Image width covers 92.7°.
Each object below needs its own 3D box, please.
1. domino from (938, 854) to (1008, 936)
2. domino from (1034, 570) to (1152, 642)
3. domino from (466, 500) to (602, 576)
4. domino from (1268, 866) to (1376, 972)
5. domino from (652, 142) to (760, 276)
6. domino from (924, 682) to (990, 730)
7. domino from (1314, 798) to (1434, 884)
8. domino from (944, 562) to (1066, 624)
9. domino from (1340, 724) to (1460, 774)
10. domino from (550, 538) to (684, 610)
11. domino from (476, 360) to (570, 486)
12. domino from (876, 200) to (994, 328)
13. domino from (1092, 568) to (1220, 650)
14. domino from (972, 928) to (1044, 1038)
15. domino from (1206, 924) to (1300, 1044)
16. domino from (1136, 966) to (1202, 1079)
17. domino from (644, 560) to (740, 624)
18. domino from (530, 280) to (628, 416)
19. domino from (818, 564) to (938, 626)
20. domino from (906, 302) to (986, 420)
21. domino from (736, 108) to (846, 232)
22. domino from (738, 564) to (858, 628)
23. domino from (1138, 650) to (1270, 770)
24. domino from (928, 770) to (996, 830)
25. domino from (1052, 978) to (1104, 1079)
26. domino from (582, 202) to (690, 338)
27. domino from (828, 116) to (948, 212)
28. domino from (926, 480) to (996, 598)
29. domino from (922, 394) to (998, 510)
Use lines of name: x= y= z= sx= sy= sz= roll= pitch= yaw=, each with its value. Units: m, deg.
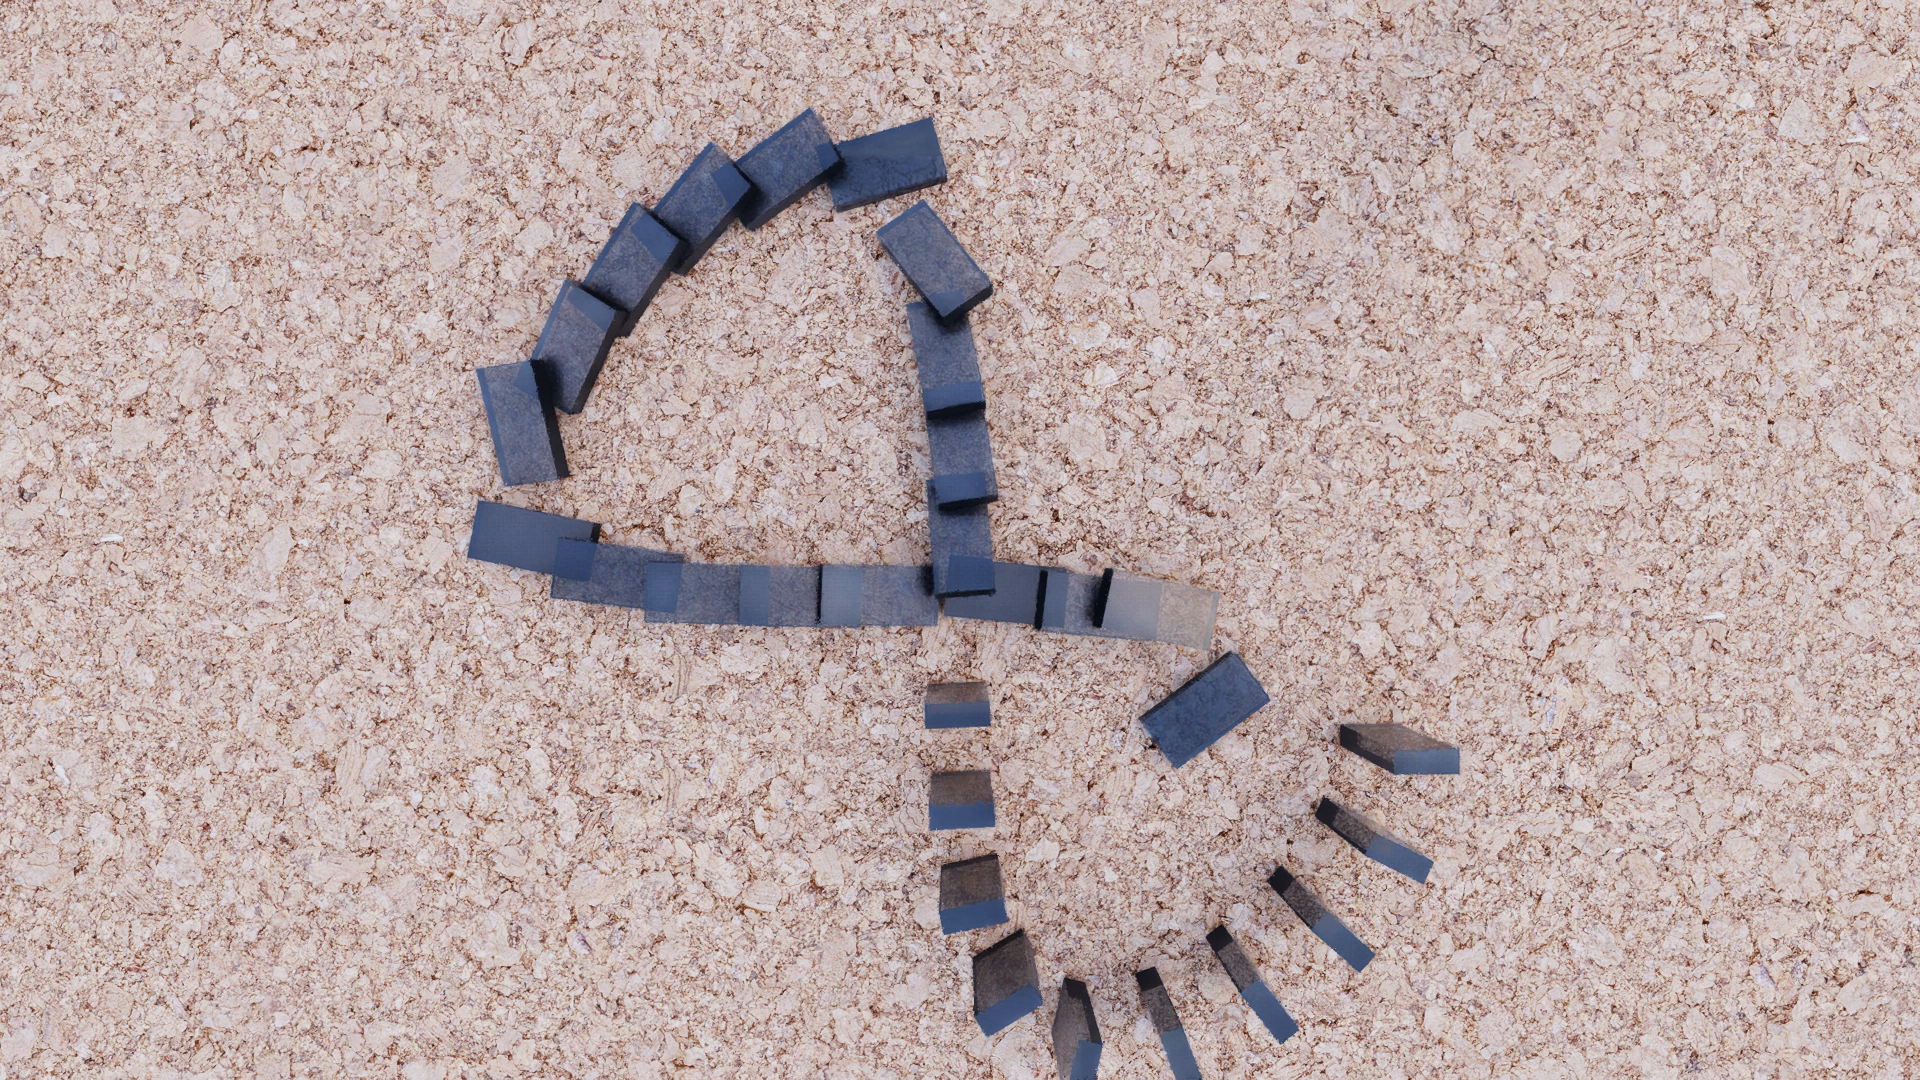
domino: x=0.005 y=0.144 z=0.375 sx=0.025 sy=0.050 sz=0.009 roll=-12 pitch=90 yaw=0
domino: x=0.058 y=0.028 z=0.389 sx=0.050 sy=0.010 sz=0.025 roll=7 pitch=90 yaw=-15
domino: x=-0.183 y=0.000 z=0.395 sx=0.050 sy=0.010 sz=0.025 roll=11 pitch=90 yaw=0
domino: x=0.146 y=0.154 z=0.375 sx=0.025 sy=0.050 sz=0.009 roll=41 pitch=90 yaw=0
domino: x=-0.112 y=-0.140 z=0.389 sx=0.050 sy=0.010 sz=0.025 roll=-42 pitch=90 yaw=15
domino: x=-0.001 y=0.067 z=0.375 sx=0.025 sy=0.050 sz=0.010 roll=-2 pitch=90 yaw=0
domino: x=0.168 y=0.122 z=0.375 sx=0.025 sy=0.050 sz=0.010 roll=26 pitch=90 yaw=0
domino: x=0.019 y=0.022 z=0.395 sx=0.050 sy=0.009 sz=0.025 roll=6 pitch=90 yaw=0
domino: x=0.178 y=0.085 z=0.375 sx=0.025 sy=0.050 sz=0.009 roll=0 pitch=90 yaw=0
domino: x=-0.145 y=0.015 z=0.389 sx=0.050 sy=0.010 sz=0.025 roll=9 pitch=90 yaw=-14
domino: x=-0.185 y=-0.049 z=0.389 sx=0.025 sy=0.009 sz=0.050 roll=-7 pitch=101 yaw=9
domino: x=-0.011 y=-0.118 z=0.389 sx=0.025 sy=0.010 sz=0.050 roll=-36 pitch=77 yaw=-3
domino: x=0.083 y=0.029 z=0.386 sx=0.050 sy=0.009 sz=0.025 roll=13 pitch=88 yaw=-14
domino: x=0.019 y=0.180 z=0.375 sx=0.025 sy=0.050 sz=0.010 roll=-31 pitch=90 yaw=0
domino: x=0.118 y=0.180 z=0.375 sx=0.010 sy=0.050 sz=0.025 roll=-38 pitch=90 yaw=0
domino: x=0.085 y=0.199 z=0.375 sx=0.009 sy=0.050 sz=0.025 roll=-21 pitch=90 yaw=0
domino: x=-0.107 y=0.023 z=0.389 sx=0.050 sy=0.010 sz=0.025 roll=3 pitch=90 yaw=-15
domino: x=-0.164 y=-0.081 z=0.389 sx=0.025 sy=0.009 sz=0.050 roll=31 pitch=104 yaw=0
domino: x=-0.034 y=0.023 z=0.388 sx=0.050 sy=0.009 sz=0.025 roll=2 pitch=90 yaw=-17
domino: x=-0.006 y=-0.078 z=0.389 sx=0.025 sy=0.010 sz=0.050 roll=-11 pitch=76 yaw=0
domino: x=-0.076 y=-0.157 z=0.389 sx=0.050 sy=0.009 sz=0.025 roll=-29 pitch=90 yaw=14
domino: x=-0.068 y=0.024 z=0.389 sx=0.050 sy=0.010 sz=0.025 roll=3 pitch=90 yaw=-14
domino: x=0.105 y=0.073 z=0.395 sx=0.050 sy=0.009 sz=0.025 roll=-36 pitch=90 yaw=0
domino: x=0.001 y=0.106 z=0.375 sx=0.025 sy=0.050 sz=0.010 roll=-3 pitch=90 yaw=0
domino: x=0.047 y=0.204 z=0.375 sx=0.010 sy=0.050 sz=0.025 roll=13 pitch=90 yaw=0
domino: x=-0.140 y=-0.114 z=0.389 sx=0.025 sy=0.009 sz=0.050 roll=40 pitch=105 yaw=0
domino: x=-0.033 y=-0.161 z=0.395 sx=0.050 sy=0.009 sz=0.025 roll=-16 pitch=90 yaw=0
domino: x=0.000 y=-0.001 z=0.388 sx=0.025 sy=0.010 sz=0.050 roll=-5 pitch=73 yaw=0
domino: x=0.000 y=-0.039 z=0.389 sx=0.025 sy=0.009 sz=0.050 roll=-9 pitch=75 yaw=0
